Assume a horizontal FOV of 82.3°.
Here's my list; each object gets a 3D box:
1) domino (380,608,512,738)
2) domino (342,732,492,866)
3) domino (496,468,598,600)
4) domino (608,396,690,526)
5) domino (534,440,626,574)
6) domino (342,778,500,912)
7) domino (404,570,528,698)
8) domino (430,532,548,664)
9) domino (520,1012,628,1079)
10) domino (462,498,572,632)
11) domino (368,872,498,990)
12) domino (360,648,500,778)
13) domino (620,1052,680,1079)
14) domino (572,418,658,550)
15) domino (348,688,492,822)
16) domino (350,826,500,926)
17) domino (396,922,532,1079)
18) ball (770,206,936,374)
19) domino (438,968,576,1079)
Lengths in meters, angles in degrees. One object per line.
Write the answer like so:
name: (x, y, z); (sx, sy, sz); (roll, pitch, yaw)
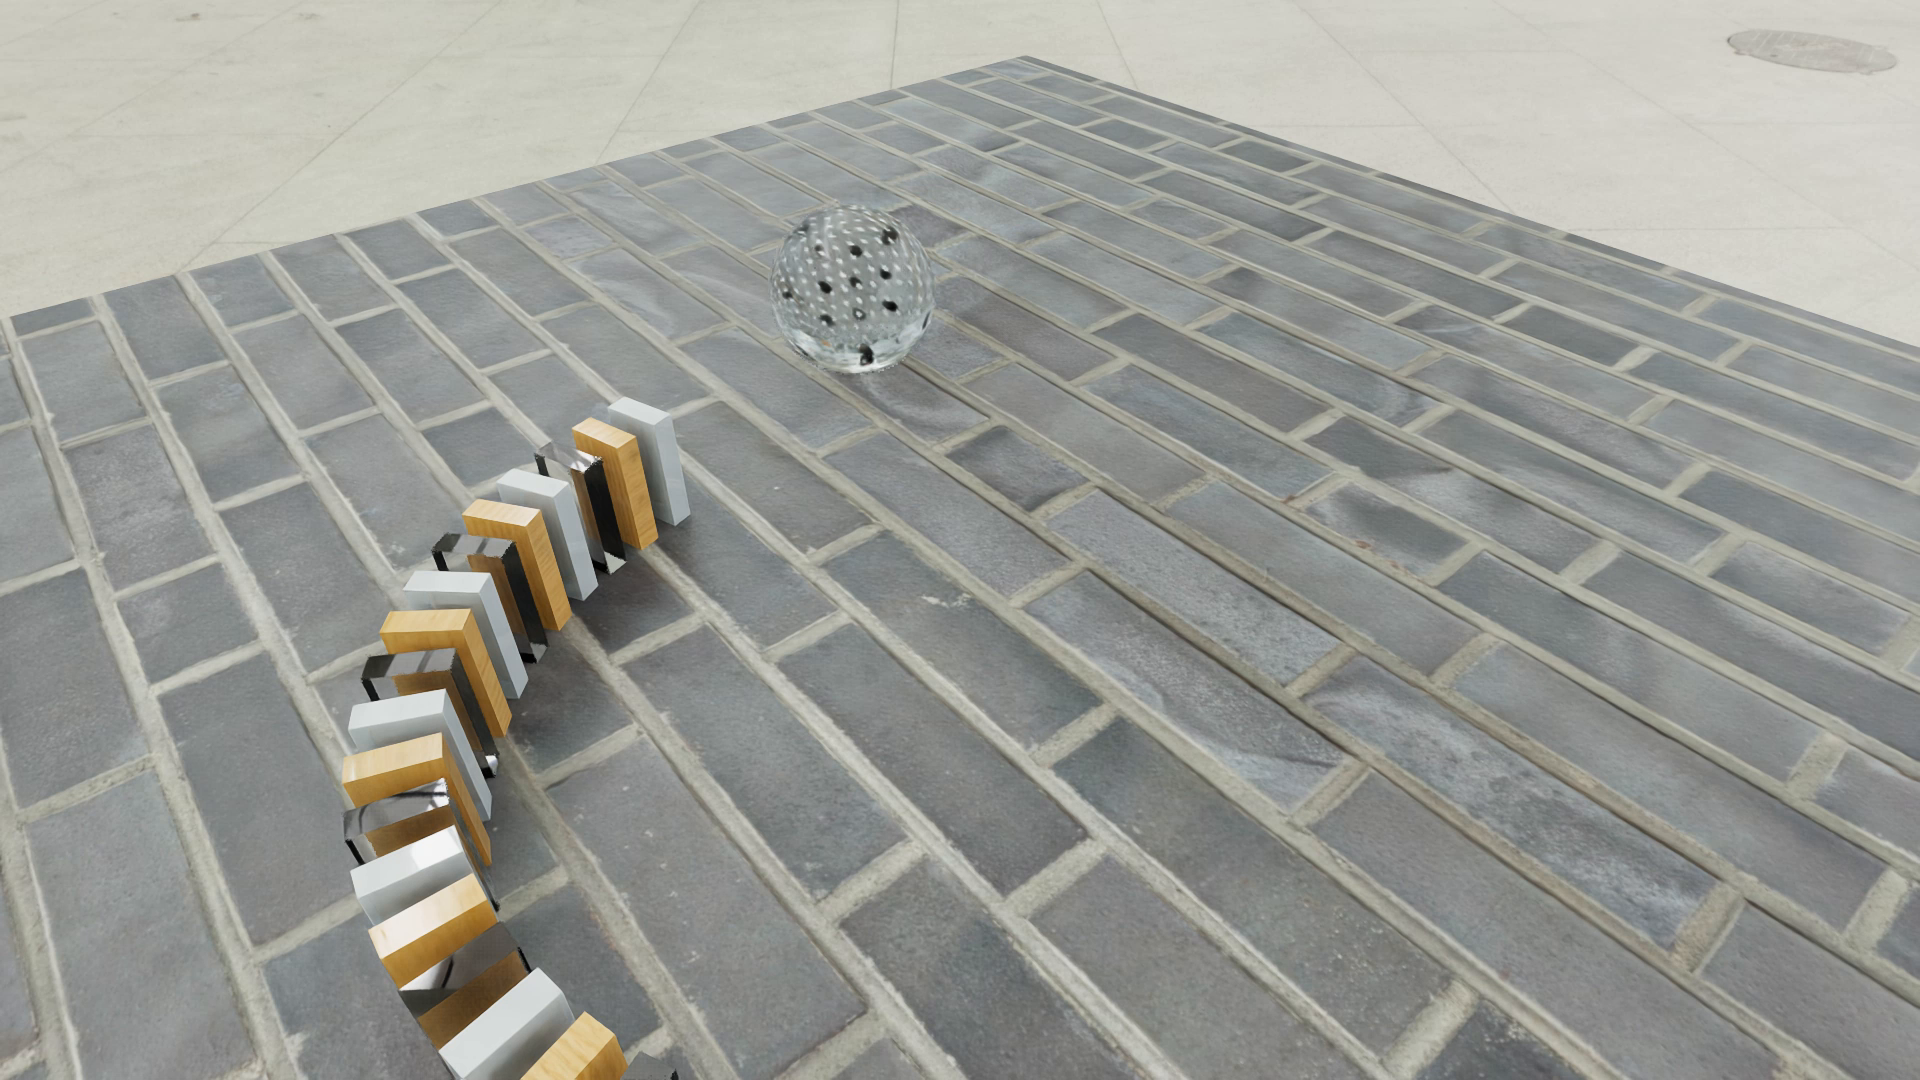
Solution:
domino: (-0.166, 0.044, 0.357); (0.025, 0.050, 0.009); (-2, 39, -2)
domino: (-0.155, 0.079, 0.316); (0.025, 0.050, 0.010); (-14, 41, -16)
domino: (-0.154, -0.001, 0.413); (0.025, 0.050, 0.009); (14, 41, 16)
domino: (-0.127, -0.032, 0.450); (0.025, 0.050, 0.009); (21, 44, 24)
domino: (-0.147, -0.012, 0.426); (0.025, 0.050, 0.009); (20, 43, 22)
domino: (-0.147, 0.089, 0.303); (0.025, 0.050, 0.009); (-18, 43, -21)
domino: (-0.166, 0.033, 0.372); (0.025, 0.050, 0.010); (2, 39, 2)
domino: (-0.164, 0.021, 0.386); (0.025, 0.050, 0.009); (6, 40, 7)
domino: (-0.086, 0.132, 0.250); (0.010, 0.050, 0.025); (23, 44, 25)
domino: (-0.160, 0.010, 0.400); (0.025, 0.050, 0.010); (10, 40, 12)
domino: (-0.127, 0.109, 0.279); (0.025, 0.050, 0.009); (-27, 46, -29)
domino: (-0.164, 0.056, 0.343); (0.025, 0.050, 0.009); (-6, 40, -7)
domino: (-0.070, 0.138, 0.243); (0.010, 0.050, 0.025); (16, 42, 19)
domino: (-0.137, -0.022, 0.438); (0.025, 0.050, 0.009); (22, 44, 25)
domino: (-0.160, 0.067, 0.329); (0.025, 0.050, 0.009); (-10, 40, -12)
domino: (-0.138, 0.099, 0.290); (0.025, 0.050, 0.010); (-22, 44, -25)
domino: (-0.115, 0.118, 0.268); (0.025, 0.050, 0.010); (-32, 49, -33)
ball: (-0.052, -0.121, 0.536); (0.080, 0.080, 0.080); (0, 39, 0)
domino: (-0.101, 0.125, 0.258); (0.009, 0.050, 0.025); (27, 47, 29)
